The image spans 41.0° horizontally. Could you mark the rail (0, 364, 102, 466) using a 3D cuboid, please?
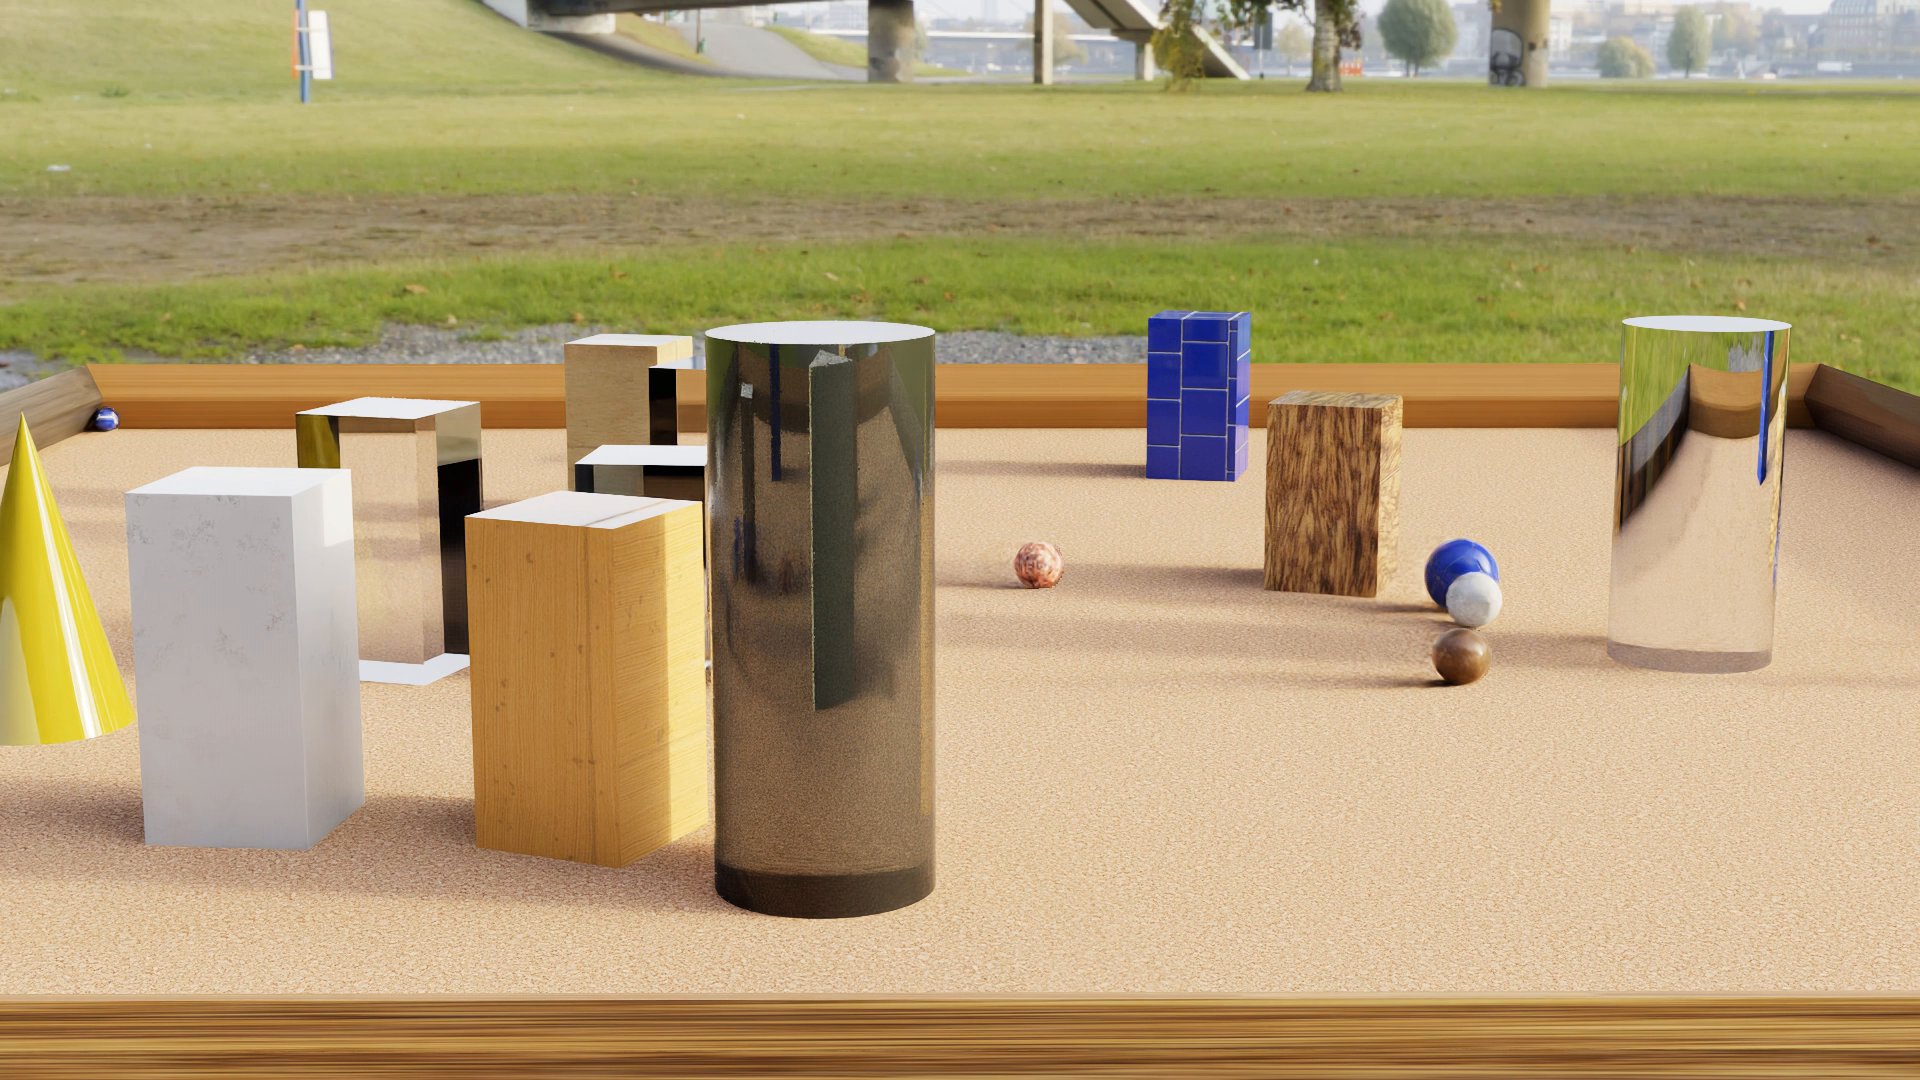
[{"bbox_3d":[-1.736,0.035,3.439,0.045,0.130,3.594,0,10,0],"label":"rail"}]

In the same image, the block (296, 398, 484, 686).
[{"bbox_3d":[-0.688,-0.002,3.123,0.160,0.320,0.160,3,11,17],"label":"block"}]

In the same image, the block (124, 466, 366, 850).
[{"bbox_3d":[-0.683,0.110,2.468,0.160,0.338,0.160,1,11,6],"label":"block"}]

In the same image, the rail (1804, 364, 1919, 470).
[{"bbox_3d":[1.736,0.032,3.459,0.045,0.130,3.594,0,10,0],"label":"rail"}]

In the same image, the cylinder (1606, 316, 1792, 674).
[{"bbox_3d":[0.911,-0.060,3.172,0.199,0.416,0.199,0,10,0],"label":"cylinder"}]

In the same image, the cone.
[{"bbox_3d":[-1.030,0.032,2.849,0.199,0.352,0.199,0,10,0],"label":"cone"}]

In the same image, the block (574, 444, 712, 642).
[{"bbox_3d":[-0.383,0.017,3.214,0.160,0.250,0.160,1,11,4],"label":"block"}]

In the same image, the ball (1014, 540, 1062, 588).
[{"bbox_3d":[0.111,0.035,3.618,0.068,0.068,0.068,0,10,0],"label":"ball"}]

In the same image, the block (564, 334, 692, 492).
[{"bbox_3d":[-0.540,-0.186,4.212,0.160,0.286,0.160,3,11,14],"label":"block"}]

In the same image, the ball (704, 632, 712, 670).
[{"bbox_3d":[-0.333,0.134,3.059,0.076,0.076,0.076,0,10,0],"label":"ball"}]

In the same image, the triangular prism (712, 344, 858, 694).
[{"bbox_3d":[-0.187,-0.030,3.068,0.173,0.395,0.150,2,11,13],"label":"triangular prism"}]

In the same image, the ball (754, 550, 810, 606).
[{"bbox_3d":[-0.243,0.052,3.499,0.077,0.077,0.077,0,10,0],"label":"ball"}]

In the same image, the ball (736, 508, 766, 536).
[{"bbox_3d":[-0.328,-0.029,4.027,0.044,0.044,0.044,0,10,0],"label":"ball"}]

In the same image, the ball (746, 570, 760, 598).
[{"bbox_3d":[-0.276,0.061,3.548,0.042,0.042,0.042,0,10,0],"label":"ball"}]

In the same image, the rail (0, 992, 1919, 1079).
[{"bbox_3d":[0.010,0.356,1.705,3.520,0.130,0.045,0,10,0],"label":"rail"}]

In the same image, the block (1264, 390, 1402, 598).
[{"bbox_3d":[0.529,-0.068,3.633,0.160,0.265,0.160,4,11,19],"label":"block"}]

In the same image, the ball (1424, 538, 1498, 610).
[{"bbox_3d":[0.676,0.047,3.460,0.100,0.100,0.100,0,10,0],"label":"ball"}]

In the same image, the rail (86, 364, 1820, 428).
[{"bbox_3d":[-0.010,-0.289,5.192,3.520,0.130,0.045,0,10,0],"label":"rail"}]

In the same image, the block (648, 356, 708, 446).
[{"bbox_3d":[-0.360,-0.124,3.873,0.160,0.286,0.160,4,11,18],"label":"block"}]

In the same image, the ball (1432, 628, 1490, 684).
[{"bbox_3d":[0.597,0.138,3.056,0.068,0.068,0.068,0,10,0],"label":"ball"}]

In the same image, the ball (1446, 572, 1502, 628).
[{"bbox_3d":[0.675,0.078,3.368,0.073,0.073,0.073,0,10,0],"label":"ball"}]

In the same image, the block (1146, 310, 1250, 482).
[{"bbox_3d":[0.430,-0.261,4.618,0.160,0.286,0.160,3,11,14],"label":"block"}]

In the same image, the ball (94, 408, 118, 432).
[{"bbox_3d":[-1.720,-0.241,5.166,0.047,0.047,0.047,0,10,0],"label":"ball"}]

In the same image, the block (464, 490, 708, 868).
[{"bbox_3d":[-0.351,0.127,2.433,0.160,0.317,0.160,5,11,24],"label":"block"}]

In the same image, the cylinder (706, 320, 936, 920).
[{"bbox_3d":[-0.121,0.065,2.271,0.199,0.498,0.199,0,10,0],"label":"cylinder"}]
